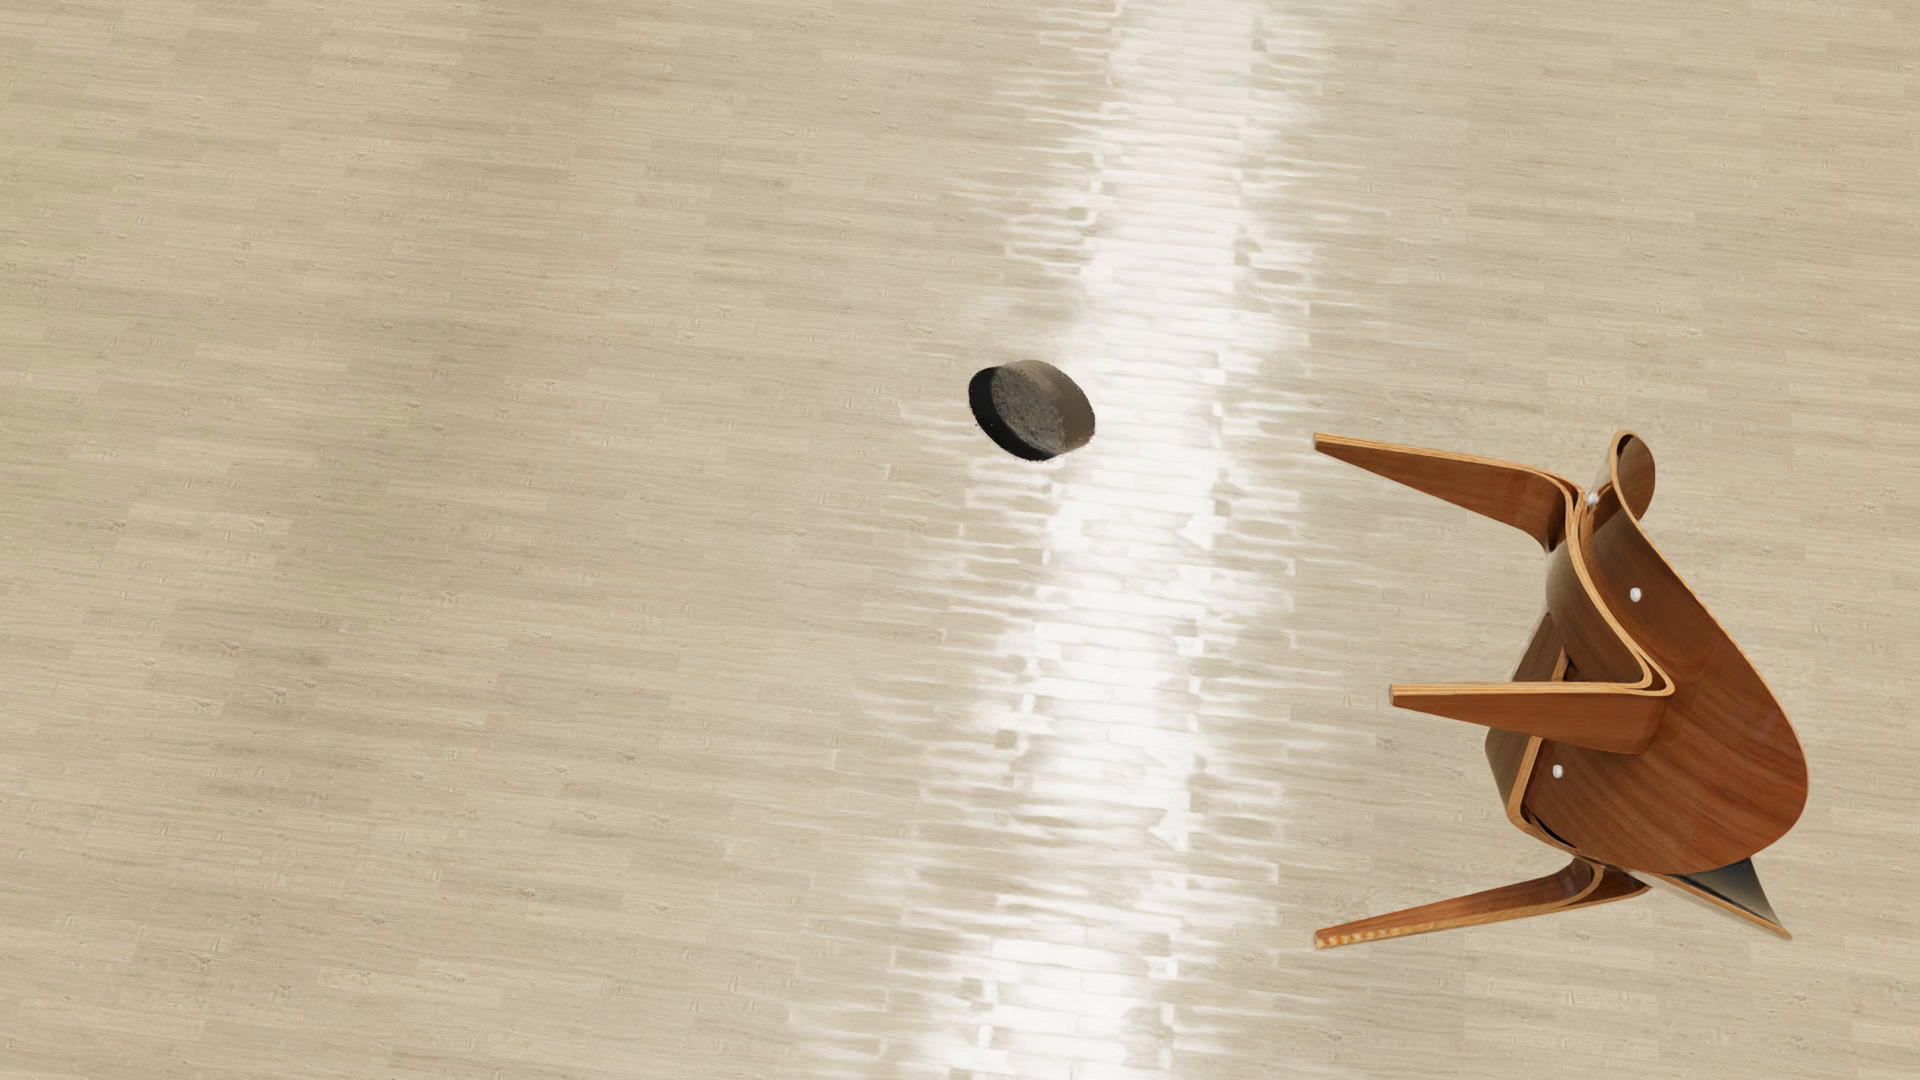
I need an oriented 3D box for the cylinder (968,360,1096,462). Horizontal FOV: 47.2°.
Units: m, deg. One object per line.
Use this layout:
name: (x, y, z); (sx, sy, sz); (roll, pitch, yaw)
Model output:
cylinder: (0.118, -0.211, 3.551); (0.184, 0.116, 0.166); (42, 21, 10)
